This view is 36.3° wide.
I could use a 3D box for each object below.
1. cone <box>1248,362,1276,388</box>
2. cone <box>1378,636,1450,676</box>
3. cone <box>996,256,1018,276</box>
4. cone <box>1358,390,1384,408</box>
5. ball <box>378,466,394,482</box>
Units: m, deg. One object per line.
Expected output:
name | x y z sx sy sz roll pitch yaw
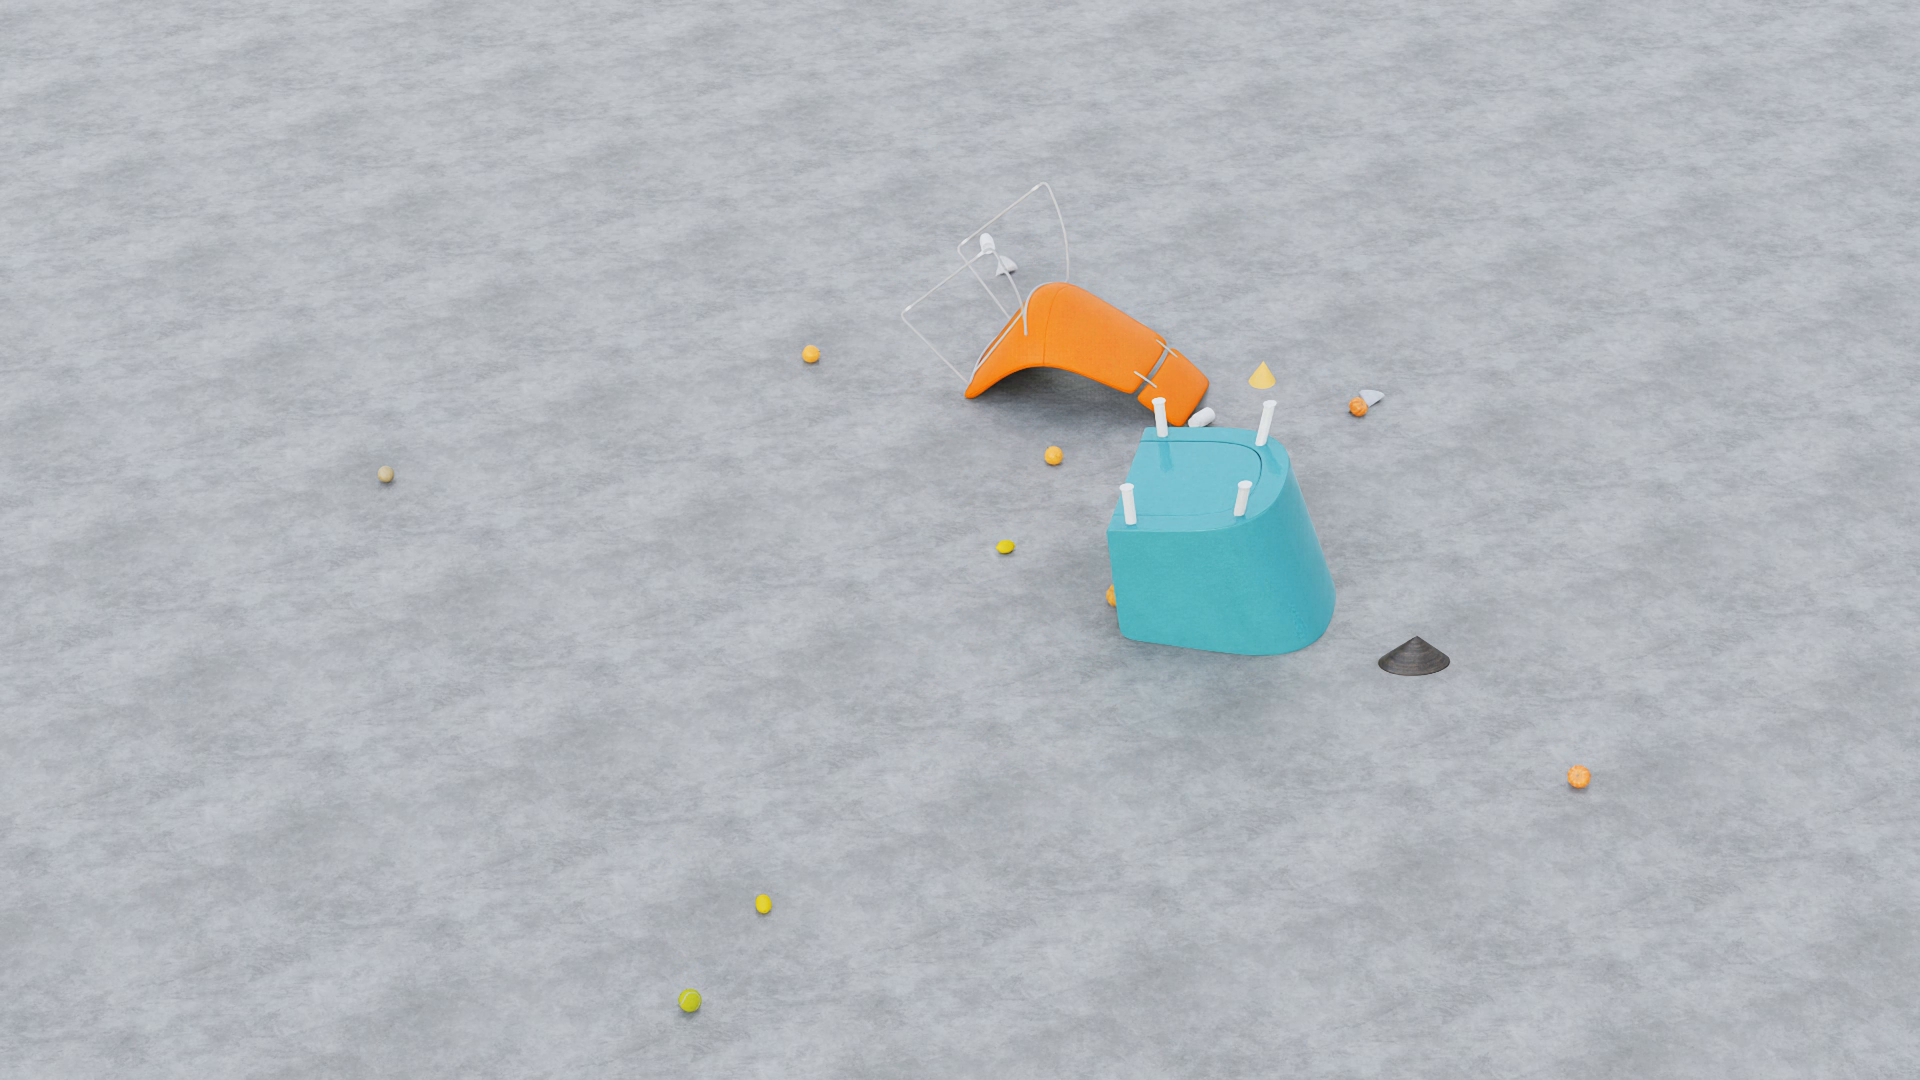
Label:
cone | 1.229 -0.686 11.900 0.109 0.094 0.128 11 35 16
cone | 1.594 0.381 10.263 0.258 0.114 0.164 -5 34 -8
cone | 0.182 -1.171 12.691 0.107 0.072 0.087 30 66 38
cone | 1.647 -0.559 11.768 0.107 0.058 0.065 6 58 17
ball | -2.207 -0.254 11.271 0.064 0.064 0.064 0 33 0
